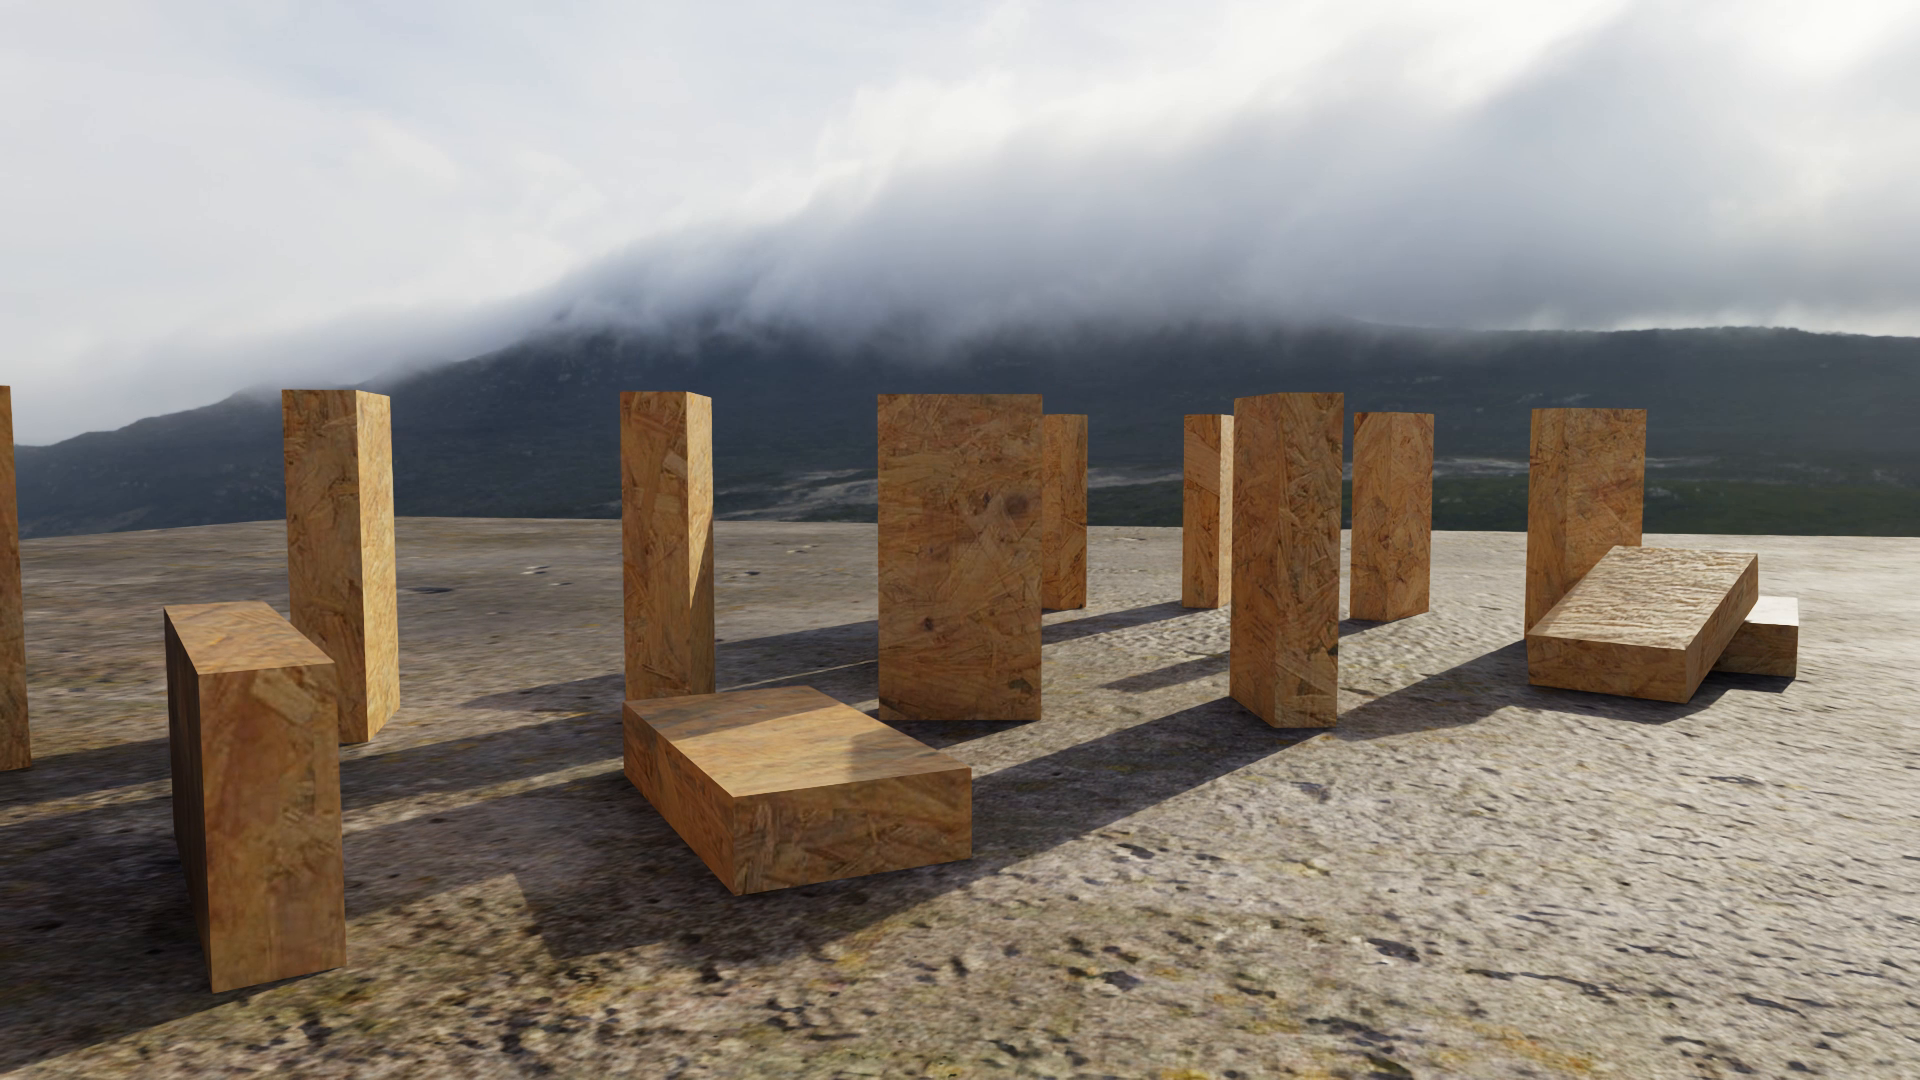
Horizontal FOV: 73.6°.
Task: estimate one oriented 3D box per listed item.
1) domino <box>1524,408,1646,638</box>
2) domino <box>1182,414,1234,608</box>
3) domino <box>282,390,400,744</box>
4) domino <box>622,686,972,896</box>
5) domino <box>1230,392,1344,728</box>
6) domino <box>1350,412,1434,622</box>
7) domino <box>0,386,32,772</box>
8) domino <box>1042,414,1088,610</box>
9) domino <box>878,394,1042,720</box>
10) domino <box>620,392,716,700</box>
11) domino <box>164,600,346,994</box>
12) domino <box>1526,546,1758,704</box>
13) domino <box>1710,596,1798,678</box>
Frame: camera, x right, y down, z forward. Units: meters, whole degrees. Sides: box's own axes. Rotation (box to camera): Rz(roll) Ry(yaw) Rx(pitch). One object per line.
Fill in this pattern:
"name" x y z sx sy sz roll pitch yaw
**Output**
"domino" 0.137 -0.003 0.280 0.025 0.050 0.009 -2 5 -27
"domino" 0.067 -0.008 0.343 0.009 0.050 0.025 2 5 21
"domino" -0.092 0.003 0.192 0.009 0.050 0.025 -1 4 -14
"domino" -0.021 0.027 0.148 0.025 0.009 0.050 -2 5 -26
"domino" 0.051 0.002 0.203 0.009 0.050 0.025 0 4 -3
"domino" 0.107 -0.006 0.318 0.009 0.050 0.025 4 6 42
"domino" -0.135 0.005 0.172 0.025 0.050 0.009 4 6 42
"domino" 0.021 -0.008 0.339 0.009 0.050 0.025 -4 6 -40
"domino" 0.000 0.002 0.201 0.025 0.050 0.009 0 4 0
"domino" -0.045 0.003 0.199 0.010 0.050 0.025 0 4 -3
"domino" -0.068 0.021 0.122 0.010 0.025 0.050 -3 5 -34
"domino" 0.126 0.014 0.235 0.025 0.009 0.050 4 21 43
"domino" 0.156 0.018 0.261 0.025 0.010 0.050 3 5 33
